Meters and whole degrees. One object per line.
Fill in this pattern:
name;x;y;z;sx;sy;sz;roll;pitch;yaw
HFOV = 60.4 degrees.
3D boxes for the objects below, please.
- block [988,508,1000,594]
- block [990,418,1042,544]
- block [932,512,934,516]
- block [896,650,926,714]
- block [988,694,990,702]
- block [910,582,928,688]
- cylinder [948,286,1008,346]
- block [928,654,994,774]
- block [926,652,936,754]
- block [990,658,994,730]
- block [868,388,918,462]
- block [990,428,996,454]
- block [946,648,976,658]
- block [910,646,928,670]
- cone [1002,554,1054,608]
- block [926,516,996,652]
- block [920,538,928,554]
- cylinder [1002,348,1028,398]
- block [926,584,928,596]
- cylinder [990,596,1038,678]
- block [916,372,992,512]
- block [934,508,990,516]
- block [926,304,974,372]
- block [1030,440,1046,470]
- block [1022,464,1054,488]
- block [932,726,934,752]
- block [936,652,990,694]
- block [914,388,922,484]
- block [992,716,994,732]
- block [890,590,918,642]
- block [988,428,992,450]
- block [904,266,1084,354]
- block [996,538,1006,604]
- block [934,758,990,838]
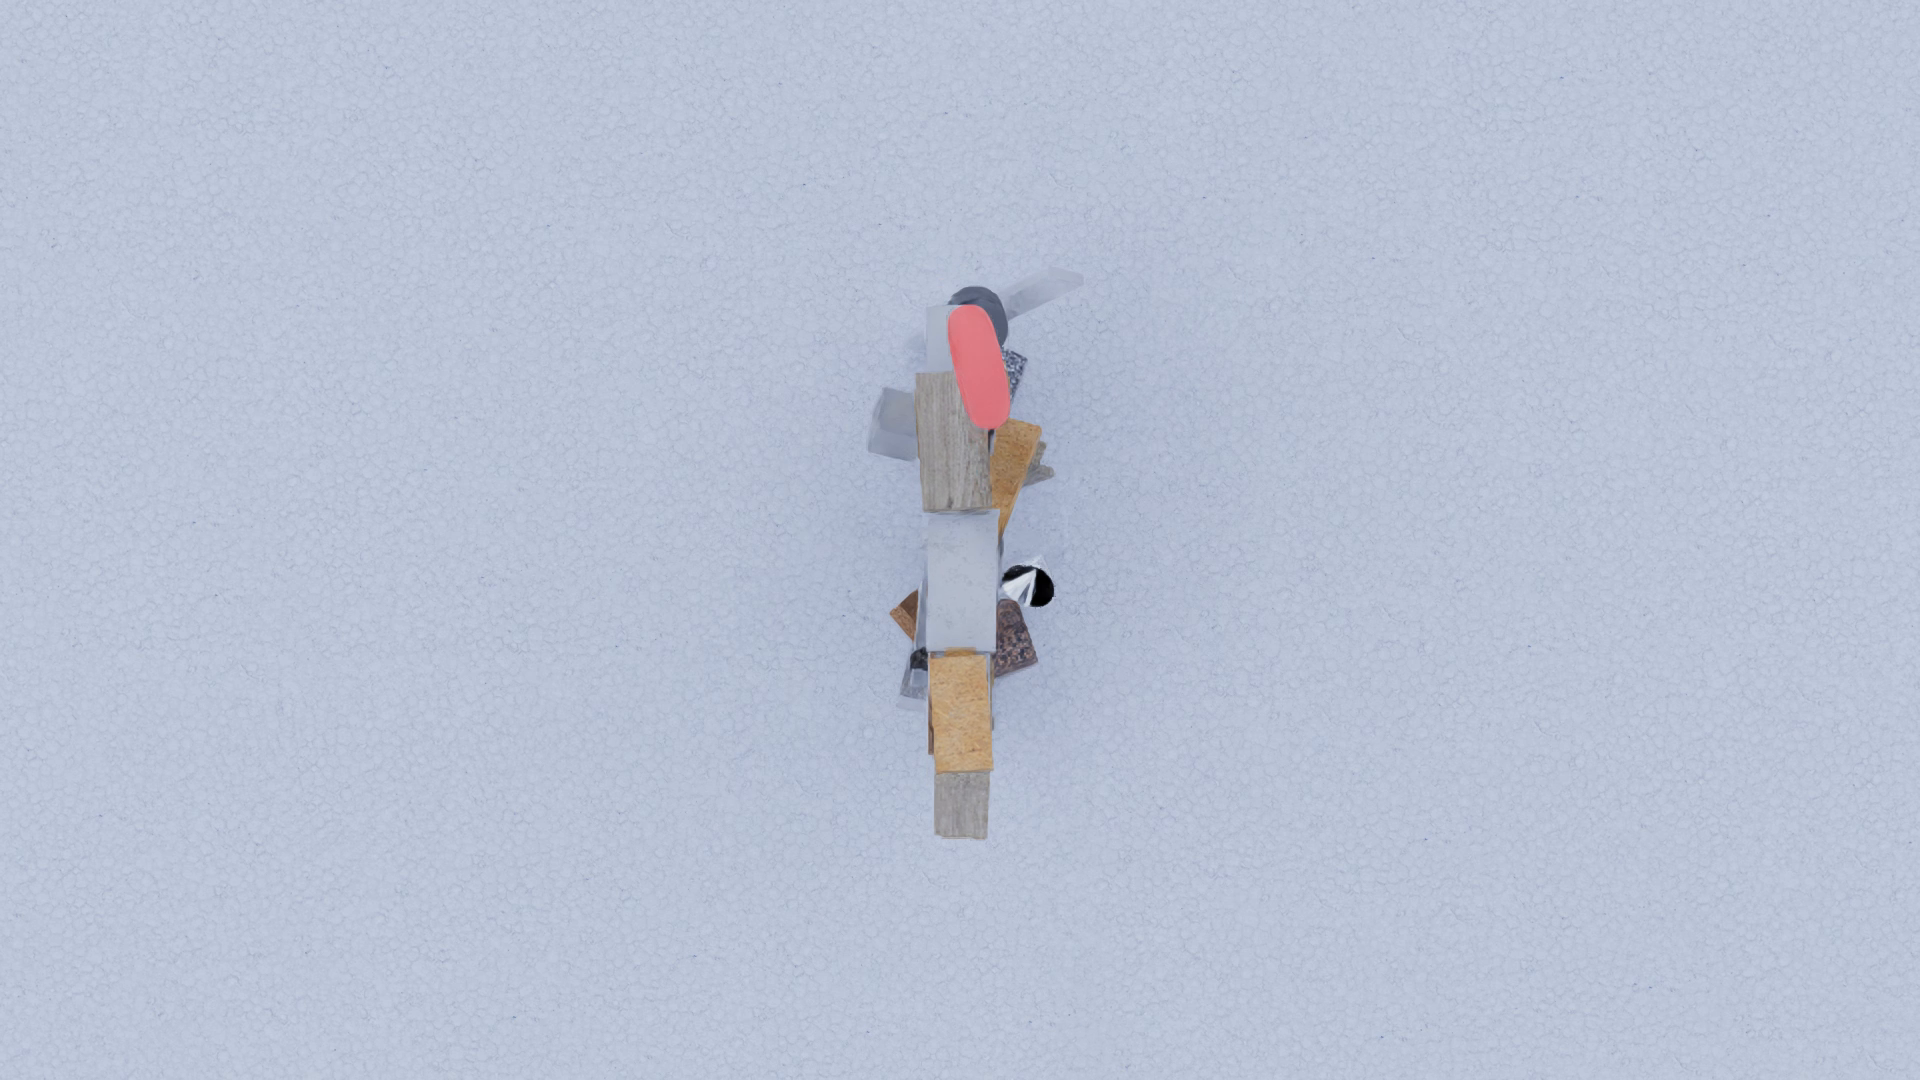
block;0.014;0.077;4.549;0.176;0.050;0.352;4;66;-4
block;0.092;-0.183;4.772;0.176;0.050;0.393;16;61;11
block;-0.003;-0.169;4.540;0.147;0.042;0.294;-1;51;-2
block;-0.104;0.462;5.341;0.162;0.325;0.046;12;113;0
block;0.026;0.444;4.392;0.103;0.029;0.205;1;81;-5
block;-0.058;0.302;5.156;0.162;0.046;0.325;7;82;-10
cylinder;0.044;-0.602;4.557;0.168;0.168;0.168;-1;111;-2
block;0.003;0.427;4.043;0.139;0.040;0.279;-4;75;2
block;-0.006;0.446;4.770;0.174;0.049;0.347;0;102;-8
block;0.022;0.444;4.463;0.127;0.036;0.255;1;102;-6
block;-0.186;-0.350;5.039;0.148;0.148;0.148;13;62;-13
block;0.037;-0.367;4.526;0.127;0.036;0.254;4;107;4
block;0.002;0.346;4.126;0.077;0.022;0.155;0;109;0
block;-0.036;0.360;4.951;0.174;0.347;0.049;7;81;-10
cone;0.215;0.084;4.669;0.152;0.152;0.152;11;129;14
block;0.004;0.111;4.161;0.171;0.049;0.343;0;83;0
block;-0.068;0.044;5.376;0.123;0.247;0.035;33;91;0
cylinder;0.121;-0.548;5.423;0.155;0.155;0.155;21;90;0
block;-0.020;0.127;5.032;0.126;0.251;0.036;7;70;-9
cylinder;0.107;0.329;5.383;0.235;0.235;0.235;-19;90;0
block;-0.015;-0.245;4.096;0.171;0.049;0.343;-3;90;1
block;0.002;-0.094;4.412;0.147;0.042;0.294;0;47;-2
block;-0.022;-0.502;4.433;0.127;0.036;0.254;-2;87;11
block;0.160;-0.288;4.915;0.184;0.026;0.092;26;61;-7
block;0.142;-0.176;5.082;0.309;0.092;0.026;-18;66;39
block;0.002;0.529;4.186;0.139;0.279;0.040;0;57;2
block;0.009;0.278;4.201;0.136;0.039;0.272;2;89;-1
block;-0.021;-0.241;4.261;0.171;0.049;0.343;-2;131;1
block;0.014;0.486;4.623;0.127;0.255;0.036;-1;100;-7
block;-0.131;0.258;5.336;0.046;0.325;0.162;-41;90;11
block;0.024;-0.313;4.458;0.127;0.036;0.254;8;86;3
block;0.082;-0.689;5.036;0.113;0.979;0.032;10;80;-25
block;0.025;0.100;4.690;0.176;0.352;0.050;11;126;-1
block;0.005;0.637;4.201;0.140;0.356;0.040;3;45;3
